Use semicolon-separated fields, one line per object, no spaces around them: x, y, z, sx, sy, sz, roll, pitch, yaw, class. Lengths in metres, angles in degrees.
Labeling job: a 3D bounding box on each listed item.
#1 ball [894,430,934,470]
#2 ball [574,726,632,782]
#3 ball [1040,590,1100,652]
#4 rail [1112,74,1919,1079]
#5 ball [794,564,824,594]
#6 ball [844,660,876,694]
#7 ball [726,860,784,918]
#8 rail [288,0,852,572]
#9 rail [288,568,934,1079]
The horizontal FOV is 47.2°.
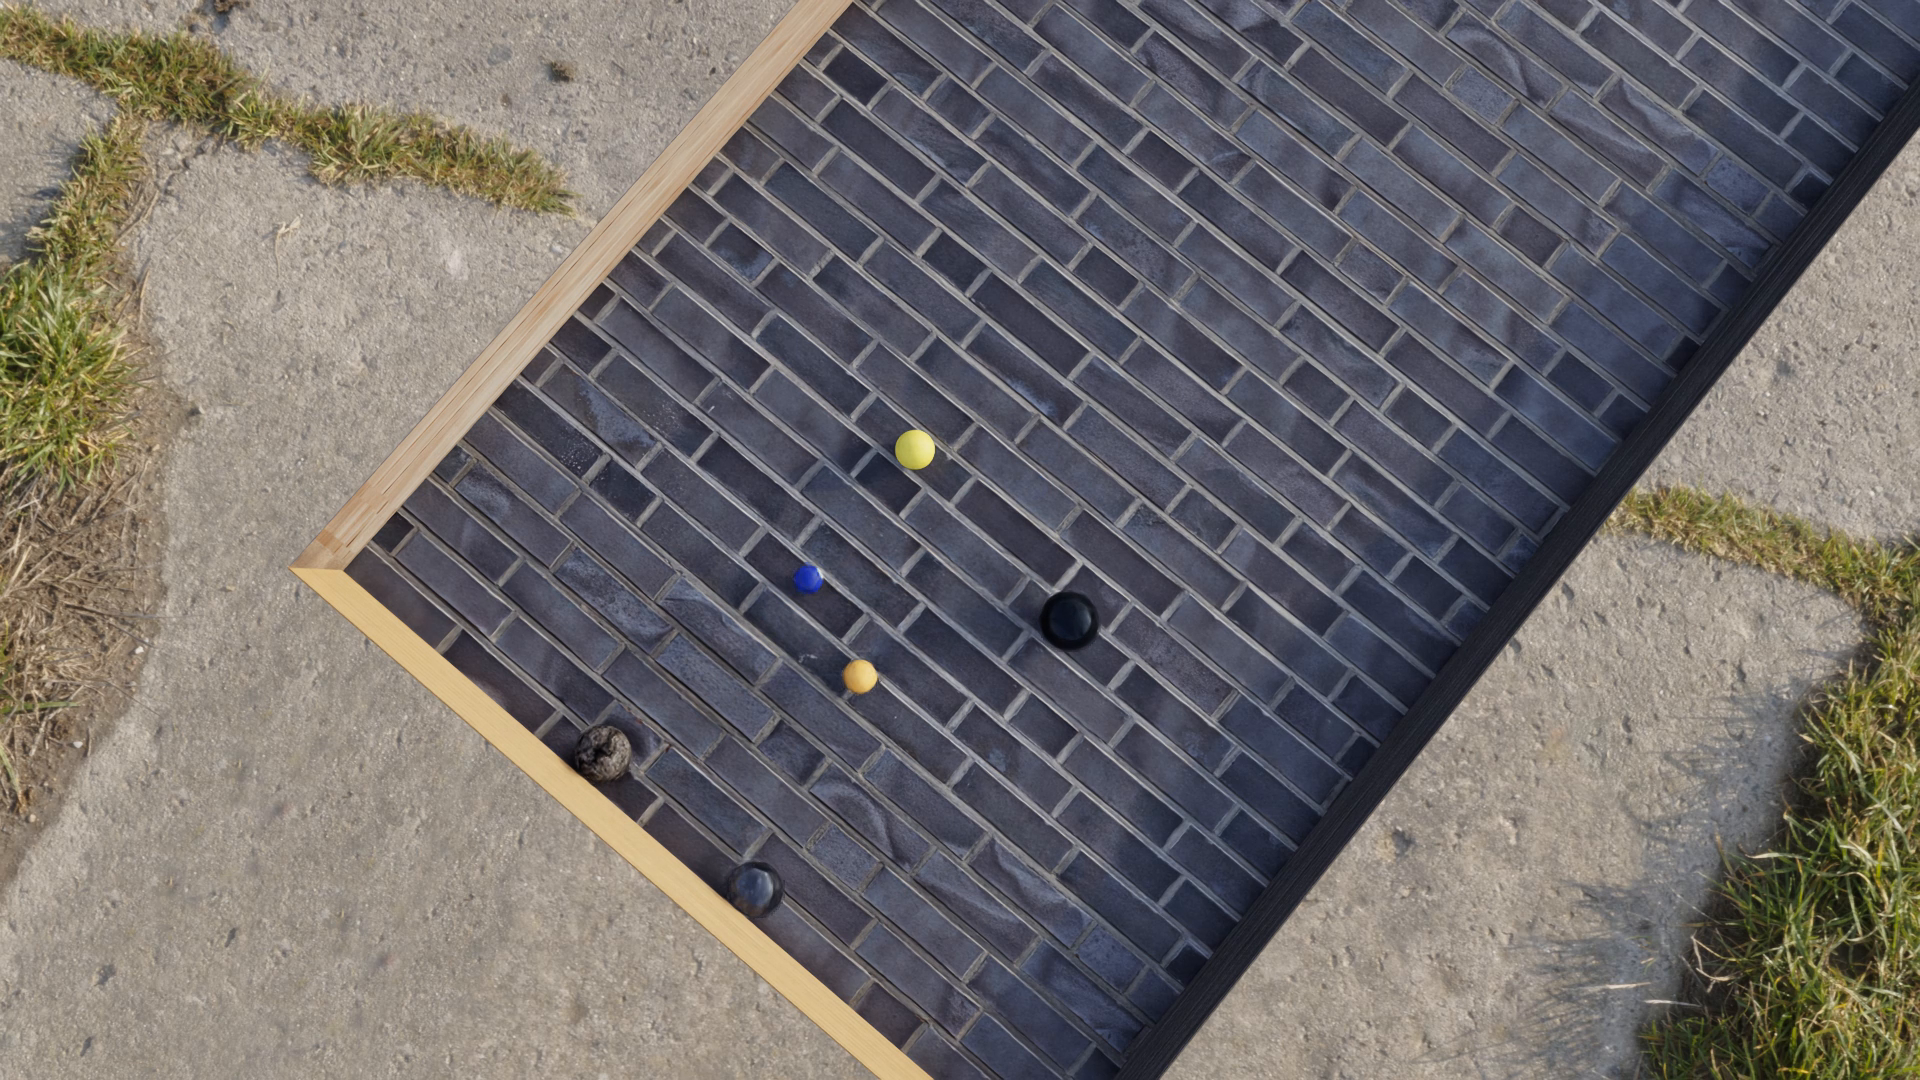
-0.068;-0.136;3.311;0.060;0.060;0.060;0;80;0;ball
-0.523;0.314;3.221;0.084;0.084;0.084;0;80;0;ball
0.162;0.120;3.252;0.089;0.089;0.089;0;80;0;ball
0.960;-0.075;3.271;0.045;0.116;2.681;39;82;6;rail
-0.226;0.059;3.286;0.044;0.044;0.044;0;80;0;ball
-0.148;0.202;3.257;0.050;0.050;0.050;0;80;0;ball
-0.297;0.506;3.188;0.082;0.082;0.082;0;80;0;ball
-0.100;-0.947;3.424;0.045;0.116;2.681;39;82;6;rail
-0.415;0.484;3.174;1.428;0.116;0.045;39;82;6;rail
